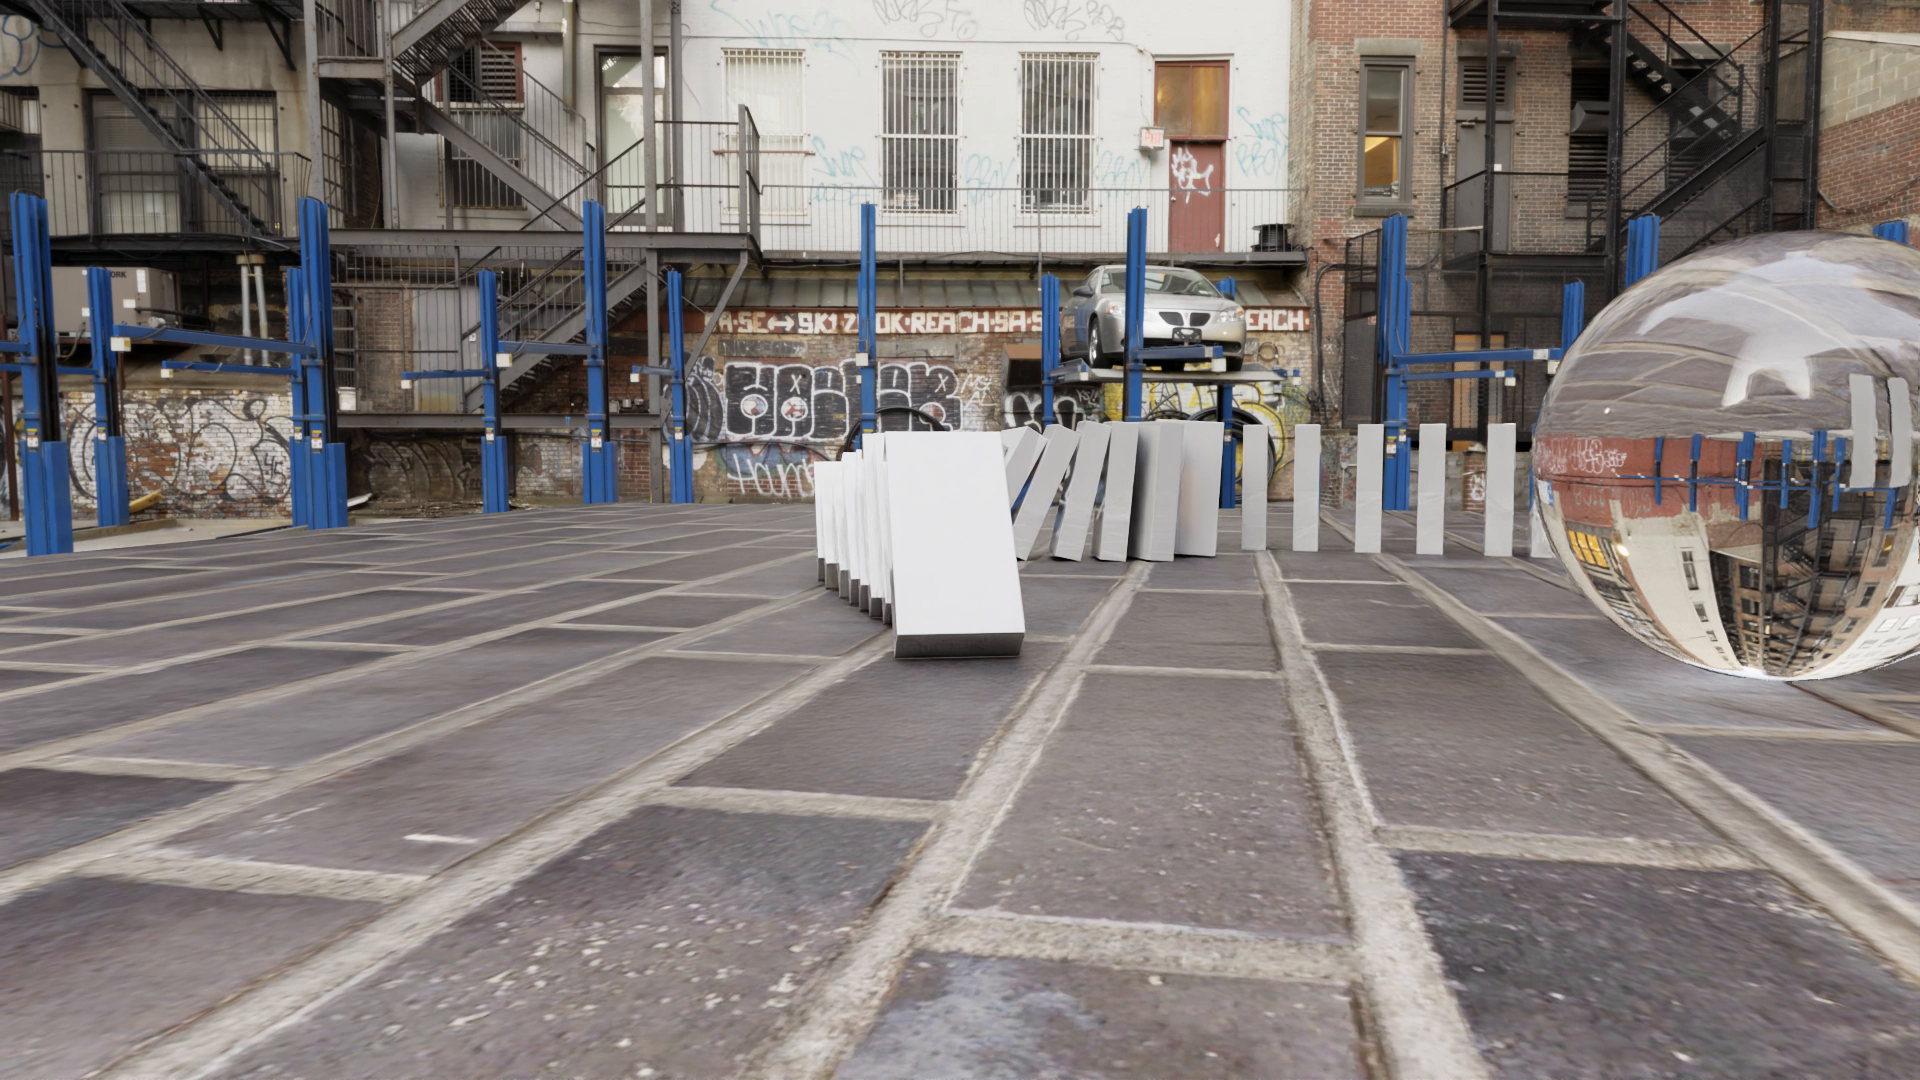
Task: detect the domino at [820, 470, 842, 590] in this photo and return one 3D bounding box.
[{"bbox_3d":[-0.030,-0.004,0.395,0.025,0.009,0.050,-1,35,-8],"label":"domino"}]

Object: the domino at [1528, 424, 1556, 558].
[{"bbox_3d":[0.223,-0.019,0.490,0.010,0.050,0.025,2,5,21],"label":"domino"}]

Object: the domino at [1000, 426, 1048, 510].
[{"bbox_3d":[0.012,-0.018,0.476,0.010,0.050,0.025,32,-10,-18],"label":"domino"}]

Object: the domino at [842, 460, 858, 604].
[{"bbox_3d":[-0.019,-0.003,0.356,0.025,0.010,0.050,-1,42,-8],"label":"domino"}]

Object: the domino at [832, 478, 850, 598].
[{"bbox_3d":[-0.024,-0.002,0.374,0.025,0.009,0.050,-1,33,-8],"label":"domino"}]

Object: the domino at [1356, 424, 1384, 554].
[{"bbox_3d":[0.163,-0.021,0.511,0.010,0.050,0.025,1,4,17],"label":"domino"}]

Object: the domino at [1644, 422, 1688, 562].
[{"bbox_3d":[0.261,-0.018,0.475,0.009,0.050,0.025,2,5,22],"label":"domino"}]

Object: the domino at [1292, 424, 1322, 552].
[{"bbox_3d":[0.140,-0.021,0.518,0.010,0.050,0.025,1,4,17],"label":"domino"}]

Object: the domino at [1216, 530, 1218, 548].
[{"bbox_3d":[0.099,-0.022,0.528,0.010,0.050,0.025,0,4,3],"label":"domino"}]

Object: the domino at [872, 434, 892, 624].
[{"bbox_3d":[-0.007,-0.004,0.314,0.025,0.050,0.010,-1,-34,-8],"label":"domino"}]

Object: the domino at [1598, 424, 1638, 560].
[{"bbox_3d":[0.246,-0.019,0.481,0.010,0.050,0.025,2,5,22],"label":"domino"}]

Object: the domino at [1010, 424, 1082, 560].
[{"bbox_3d":[0.029,-0.018,0.477,0.010,0.050,0.025,23,2,-7],"label":"domino"}]

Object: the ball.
[{"bbox_3d":[0.146,-0.015,0.230,0.080,0.080,0.080,0,4,0],"label":"ball"}]

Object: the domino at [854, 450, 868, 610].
[{"bbox_3d":[-0.015,-0.003,0.341,0.025,0.010,0.050,1,46,-7],"label":"domino"}]

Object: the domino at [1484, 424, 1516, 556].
[{"bbox_3d":[0.208,-0.020,0.496,0.010,0.050,0.025,2,5,21],"label":"domino"}]

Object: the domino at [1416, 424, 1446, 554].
[{"bbox_3d":[0.185,-0.020,0.504,0.009,0.050,0.025,2,5,19],"label":"domino"}]

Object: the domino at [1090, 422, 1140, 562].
[{"bbox_3d":[0.057,-0.018,0.474,0.010,0.050,0.025,5,4,-2],"label":"domino"}]

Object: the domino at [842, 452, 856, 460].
[{"bbox_3d":[-0.030,-0.010,0.438,0.025,0.010,0.050,0,44,5],"label":"domino"}]

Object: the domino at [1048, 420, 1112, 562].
[{"bbox_3d":[0.044,-0.019,0.475,0.010,0.050,0.025,13,4,-2],"label":"domino"}]

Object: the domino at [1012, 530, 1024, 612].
[{"bbox_3d":[-0.002,-0.001,0.278,0.025,0.050,0.010,-1,-34,-7],"label":"domino"}]

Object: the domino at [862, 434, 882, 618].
[{"bbox_3d":[-0.011,-0.004,0.326,0.025,0.050,0.009,-1,-34,-8],"label":"domino"}]

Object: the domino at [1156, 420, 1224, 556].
[{"bbox_3d":[0.085,-0.020,0.485,0.025,0.050,0.009,4,2,11],"label":"domino"}]

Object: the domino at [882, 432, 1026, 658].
[{"bbox_3d":[-0.002,0.000,0.266,0.025,0.050,0.009,-1,-34,-7],"label":"domino"}]

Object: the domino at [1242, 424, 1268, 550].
[{"bbox_3d":[0.121,-0.022,0.524,0.010,0.050,0.025,1,4,14],"label":"domino"}]

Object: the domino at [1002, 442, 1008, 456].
[{"bbox_3d":[-0.004,-0.016,0.469,0.025,0.050,0.010,3,-30,43],"label":"domino"}]

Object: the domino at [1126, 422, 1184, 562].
[{"bbox_3d":[0.070,-0.018,0.473,0.010,0.050,0.025,3,3,-19],"label":"domino"}]

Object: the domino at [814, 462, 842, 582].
[{"bbox_3d":[-0.034,-0.007,0.416,0.025,0.009,0.050,-1,39,-8],"label":"domino"}]
